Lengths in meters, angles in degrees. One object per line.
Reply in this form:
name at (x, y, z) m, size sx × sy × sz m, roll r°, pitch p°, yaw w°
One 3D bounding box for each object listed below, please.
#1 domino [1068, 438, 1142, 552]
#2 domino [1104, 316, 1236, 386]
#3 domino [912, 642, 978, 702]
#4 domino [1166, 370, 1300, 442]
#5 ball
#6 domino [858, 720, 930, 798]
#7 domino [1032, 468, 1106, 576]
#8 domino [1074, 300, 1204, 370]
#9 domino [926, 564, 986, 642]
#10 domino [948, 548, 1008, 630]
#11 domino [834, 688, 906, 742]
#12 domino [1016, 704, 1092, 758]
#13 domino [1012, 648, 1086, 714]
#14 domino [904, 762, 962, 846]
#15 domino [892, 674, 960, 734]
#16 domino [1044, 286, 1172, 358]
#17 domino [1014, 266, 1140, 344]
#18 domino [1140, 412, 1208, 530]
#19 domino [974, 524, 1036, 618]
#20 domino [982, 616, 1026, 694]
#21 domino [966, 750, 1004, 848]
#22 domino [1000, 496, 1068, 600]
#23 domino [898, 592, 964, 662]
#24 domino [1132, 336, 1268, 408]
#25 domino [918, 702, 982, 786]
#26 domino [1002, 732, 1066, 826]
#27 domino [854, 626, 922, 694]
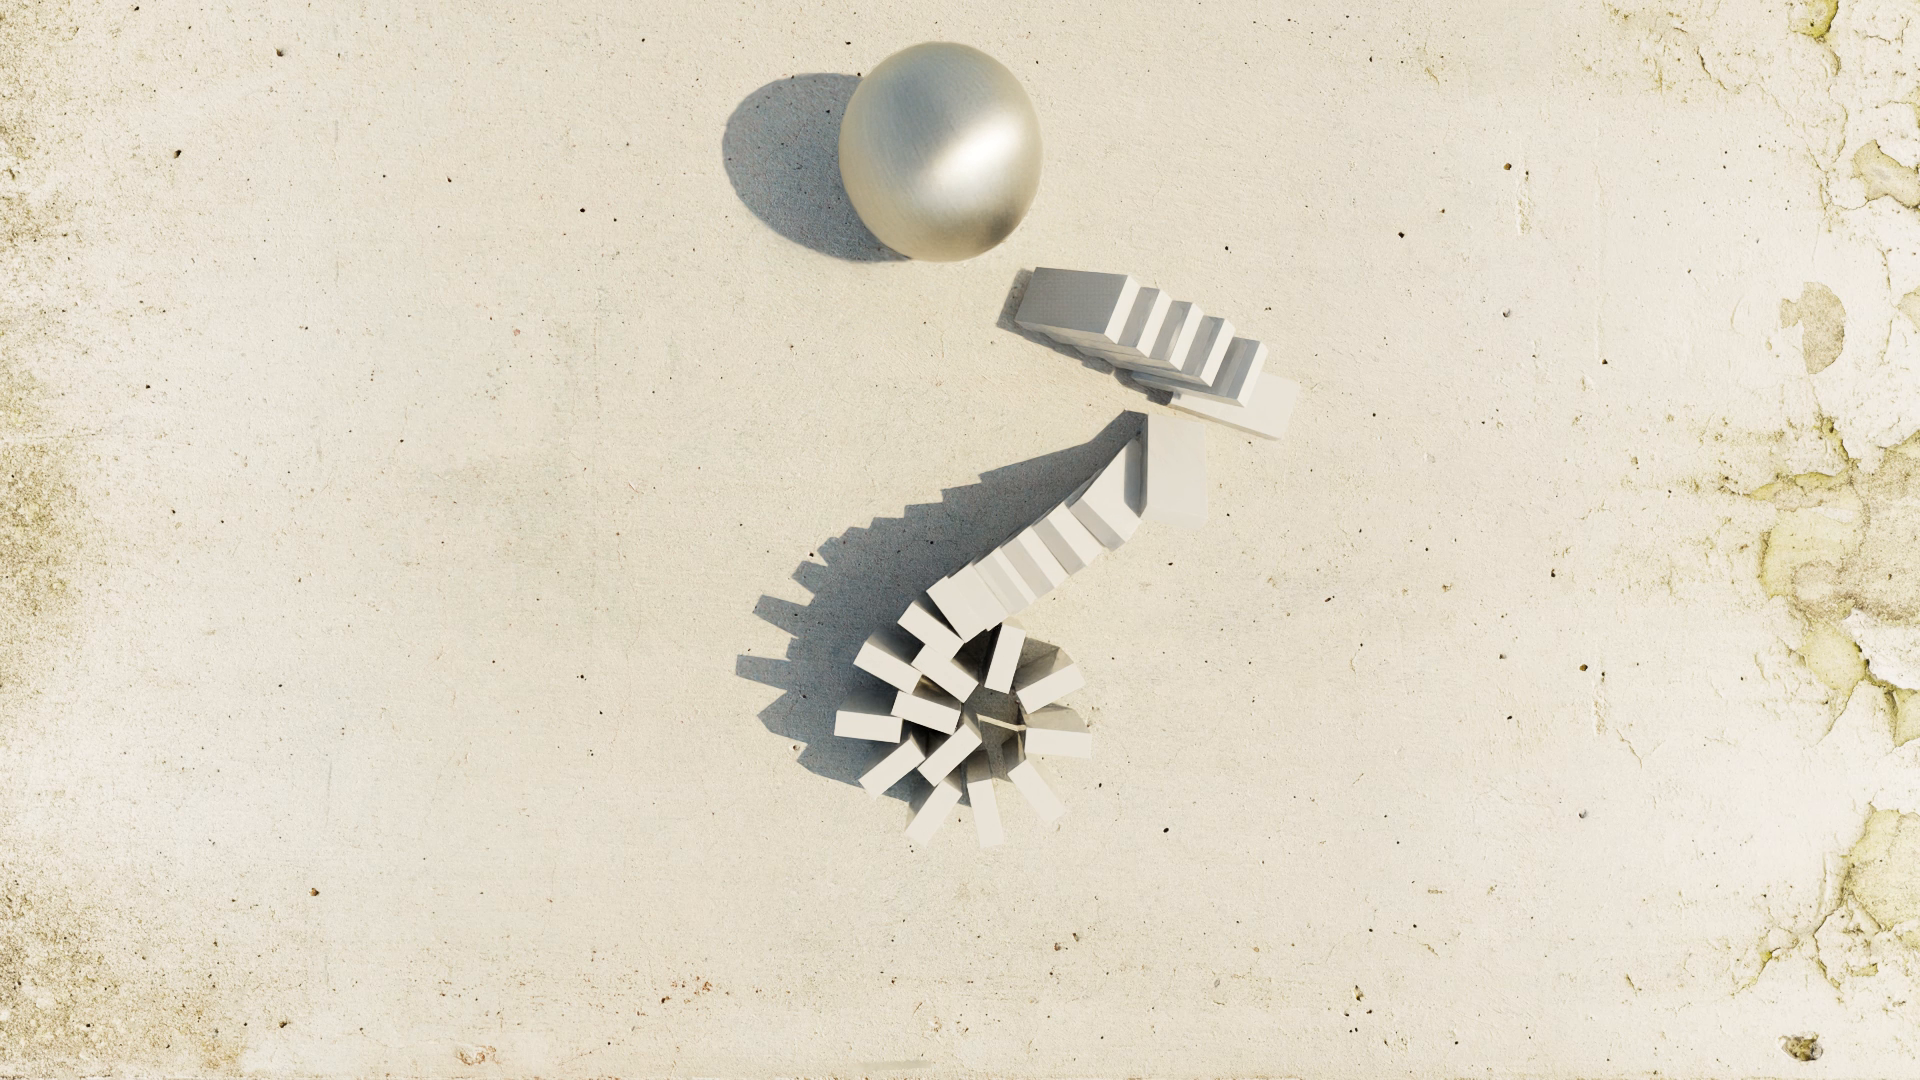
domino at (0.068, -0.019, 0.380) m, size 0.025 × 0.010 × 0.050 m, roll 45°, pitch 49°, yaw -1°
domino at (0.085, -0.081, 0.379) m, size 0.050 × 0.010 × 0.025 m, roll 24°, pitch 91°, yaw 44°
domino at (-0.005, 0.050, 0.375) m, size 0.025 × 0.050 × 0.009 m, roll 36°, pitch 92°, yaw 0°
domino at (0.117, -0.063, 0.395) m, size 0.050 × 0.009 × 0.025 m, roll 18°, pitch 90°, yaw 0°
ball at (-0.007, -0.150, 0.360) m, size 0.080 × 0.080 × 0.080 m, roll 0°, pitch 90°, yaw 0°
domino at (-0.026, 0.088, 0.375) m, size 0.025 × 0.050 × 0.009 m, roll -39°, pitch 90°, yaw 0°
domino at (0.053, -0.008, 0.379) m, size 0.025 × 0.050 × 0.009 m, roll 51°, pitch 134°, yaw 0°
domino at (0.073, -0.087, 0.379) m, size 0.050 × 0.010 × 0.025 m, roll 22°, pitch 90°, yaw 44°
domino at (0.001, 0.025, 0.375) m, size 0.009 × 0.050 × 0.025 m, roll -37°, pitch 90°, yaw 6°
domino at (0.011, 0.019, 0.375) m, size 0.010 × 0.050 × 0.025 m, roll -37°, pitch 90°, yaw 11°
domino at (-0.035, 0.071, 0.375) m, size 0.025 × 0.050 × 0.009 m, roll 7°, pitch 91°, yaw 0°
domino at (0.037, 0.078, 0.375) m, size 0.025 × 0.050 × 0.010 m, roll 5°, pitch 90°, yaw 0°
domino at (0.035, 0.057, 0.375) m, size 0.025 × 0.050 × 0.010 m, roll -27°, pitch 90°, yaw 0°
domino at (-0.011, 0.104, 0.375) m, size 0.009 × 0.050 × 0.025 m, roll 36°, pitch 90°, yaw 0°
domino at (-0.013, 0.066, 0.375) m, size 0.025 × 0.050 × 0.009 m, roll 19°, pitch 91°, yaw 0°
domino at (0.060, -0.092, 0.379) m, size 0.050 × 0.009 × 0.025 m, roll 22°, pitch 90°, yaw 44°
domino at (0.048, -0.098, 0.379) m, size 0.050 × 0.010 × 0.025 m, roll 22°, pitch 90°, yaw 44°
domino at (0.089, -0.029, 0.381) m, size 0.025 × 0.010 × 0.050 m, roll 11°, pitch 55°, yaw -3°
domino at (0.024, 0.011, 0.375) m, size 0.010 × 0.050 × 0.025 m, roll -37°, pitch 90°, yaw 24°
domino at (0.017, 0.045, 0.375) m, size 0.010 × 0.050 × 0.025 m, roll 16°, pitch 90°, yaw 0°
domino at (0.010, 0.104, 0.375) m, size 0.009 × 0.050 × 0.025 m, roll -12°, pitch 90°, yaw 0°
domino at (0.038, 0.002, 0.377) m, size 0.010 × 0.050 × 0.025 m, roll -37°, pitch 90°, yaw 36°
domino at (-0.011, 0.034, 0.375) m, size 0.025 × 0.050 × 0.010 m, roll 37°, pitch 92°, yaw 0°
domino at (0.099, -0.073, 0.381) m, size 0.050 × 0.010 × 0.025 m, roll 22°, pitch 90°, yaw 39°
domino at (-0.004, 0.082, 0.375) m, size 0.025 × 0.050 × 0.010 m, roll -43°, pitch 91°, yaw 0°
domino at (0.029, 0.096, 0.375) m, size 0.010 × 0.050 × 0.025 m, roll -37°, pitch 90°, yaw 0°
domino at (-0.027, 0.048, 0.375) m, size 0.025 × 0.050 × 0.010 m, roll 29°, pitch 92°, yaw 0°
